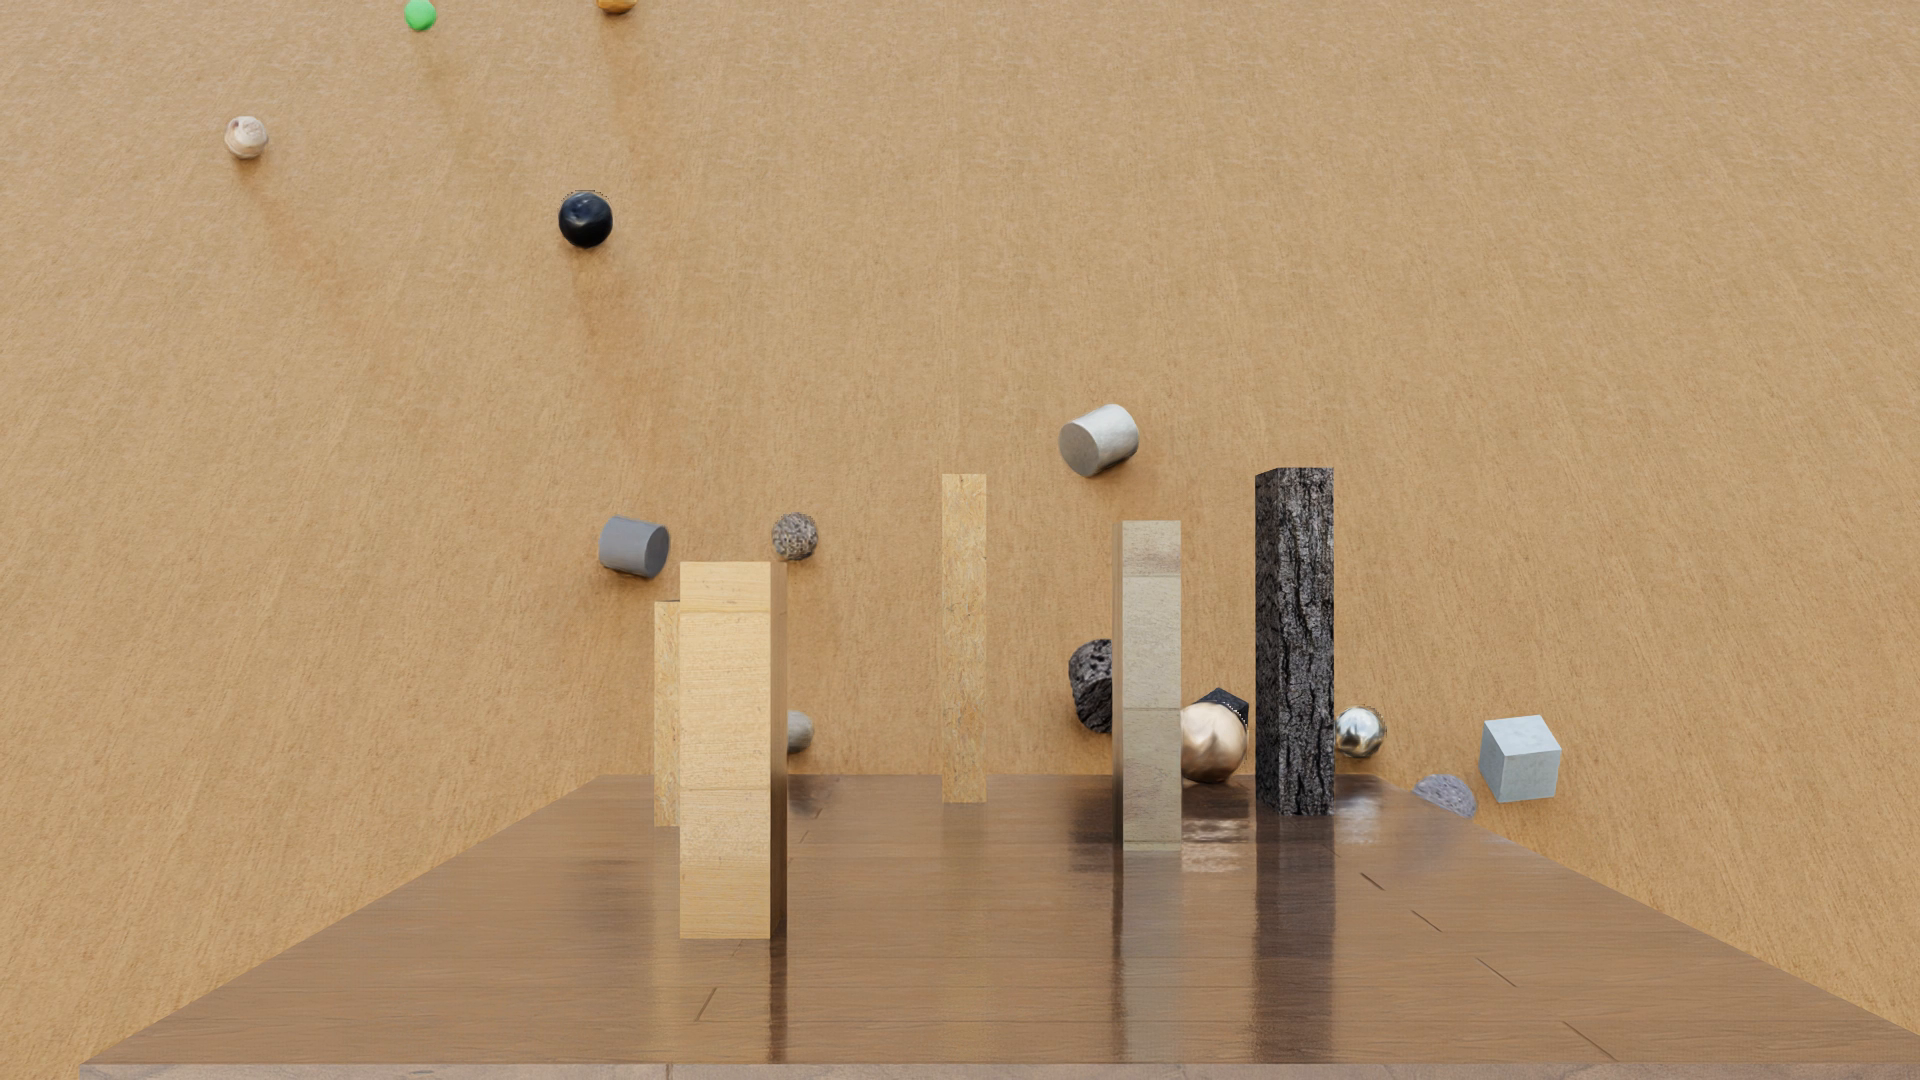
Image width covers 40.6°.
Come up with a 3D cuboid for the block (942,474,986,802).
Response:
[{"bbox_3d":[0.010,0.226,6.112,0.100,0.748,0.422,0,-1,0],"label":"block"}]

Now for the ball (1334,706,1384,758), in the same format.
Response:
[{"bbox_3d":[1.061,0.513,6.909,0.137,0.137,0.137,0,32,0],"label":"ball"}]

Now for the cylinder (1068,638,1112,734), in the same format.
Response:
[{"bbox_3d":[0.396,0.397,7.049,0.185,0.185,0.185,-3,32,-4],"label":"cylinder"}]

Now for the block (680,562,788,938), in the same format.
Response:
[{"bbox_3d":[-0.334,0.301,3.864,0.128,0.535,0.364,0,-1,0],"label":"block"}]

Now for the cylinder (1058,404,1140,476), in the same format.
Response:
[{"bbox_3d":[0.439,-0.315,8.181,0.179,0.179,0.179,-27,41,-35],"label":"cylinder"}]

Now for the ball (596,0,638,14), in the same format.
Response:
[{"bbox_3d":[-1.528,-2.438,11.520,0.202,0.202,0.202,0,32,0],"label":"ball"}]

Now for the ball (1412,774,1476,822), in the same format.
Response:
[{"bbox_3d":[1.197,0.665,6.442,0.168,0.168,0.168,0,32,0],"label":"ball"}]

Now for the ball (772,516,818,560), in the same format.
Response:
[{"bbox_3d":[-0.491,-0.006,7.733,0.136,0.136,0.136,0,32,0],"label":"ball"}]

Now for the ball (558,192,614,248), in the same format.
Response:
[{"bbox_3d":[-1.374,-1.175,9.521,0.203,0.203,0.203,0,32,0],"label":"ball"}]

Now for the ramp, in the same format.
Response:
[{"bbox_3d":[0.072,0.631,4.728,2.000,0.100,4.000,0,-1,0],"label":"ramp"}]

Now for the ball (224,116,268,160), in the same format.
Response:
[{"bbox_3d":[-2.810,-1.584,10.200,0.169,0.169,0.169,0,32,0],"label":"ball"}]

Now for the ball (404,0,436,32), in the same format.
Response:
[{"bbox_3d":[-2.367,-2.302,11.363,0.140,0.140,0.140,0,32,0],"label":"ball"}]

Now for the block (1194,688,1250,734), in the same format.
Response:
[{"bbox_3d":[0.701,0.484,6.984,0.107,0.107,0.107,27,41,36],"label":"block"}]

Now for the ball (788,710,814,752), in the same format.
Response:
[{"bbox_3d":[-0.448,0.511,6.933,0.115,0.115,0.115,0,32,0],"label":"ball"}]

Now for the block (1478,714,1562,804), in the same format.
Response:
[{"bbox_3d":[1.467,0.574,6.797,0.154,0.154,0.154,-6,33,-9],"label":"block"}]

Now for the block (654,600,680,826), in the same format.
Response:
[{"bbox_3d":[-0.581,0.361,5.554,0.098,0.462,0.432,0,-1,0],"label":"block"}]

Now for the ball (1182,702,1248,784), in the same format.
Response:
[{"bbox_3d":[0.612,0.504,6.440,0.202,0.202,0.202,0,32,0],"label":"ball"}]

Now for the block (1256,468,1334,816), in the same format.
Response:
[{"bbox_3d":[0.746,0.221,5.806,0.119,0.749,0.442,0,-1,0],"label":"block"}]

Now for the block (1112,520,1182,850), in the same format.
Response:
[{"bbox_3d":[0.360,0.275,5.038,0.109,0.619,0.345,0,-1,0],"label":"block"}]

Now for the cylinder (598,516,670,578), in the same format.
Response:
[{"bbox_3d":[-0.966,0.021,7.672,0.154,0.154,0.154,13,34,19],"label":"cylinder"}]
